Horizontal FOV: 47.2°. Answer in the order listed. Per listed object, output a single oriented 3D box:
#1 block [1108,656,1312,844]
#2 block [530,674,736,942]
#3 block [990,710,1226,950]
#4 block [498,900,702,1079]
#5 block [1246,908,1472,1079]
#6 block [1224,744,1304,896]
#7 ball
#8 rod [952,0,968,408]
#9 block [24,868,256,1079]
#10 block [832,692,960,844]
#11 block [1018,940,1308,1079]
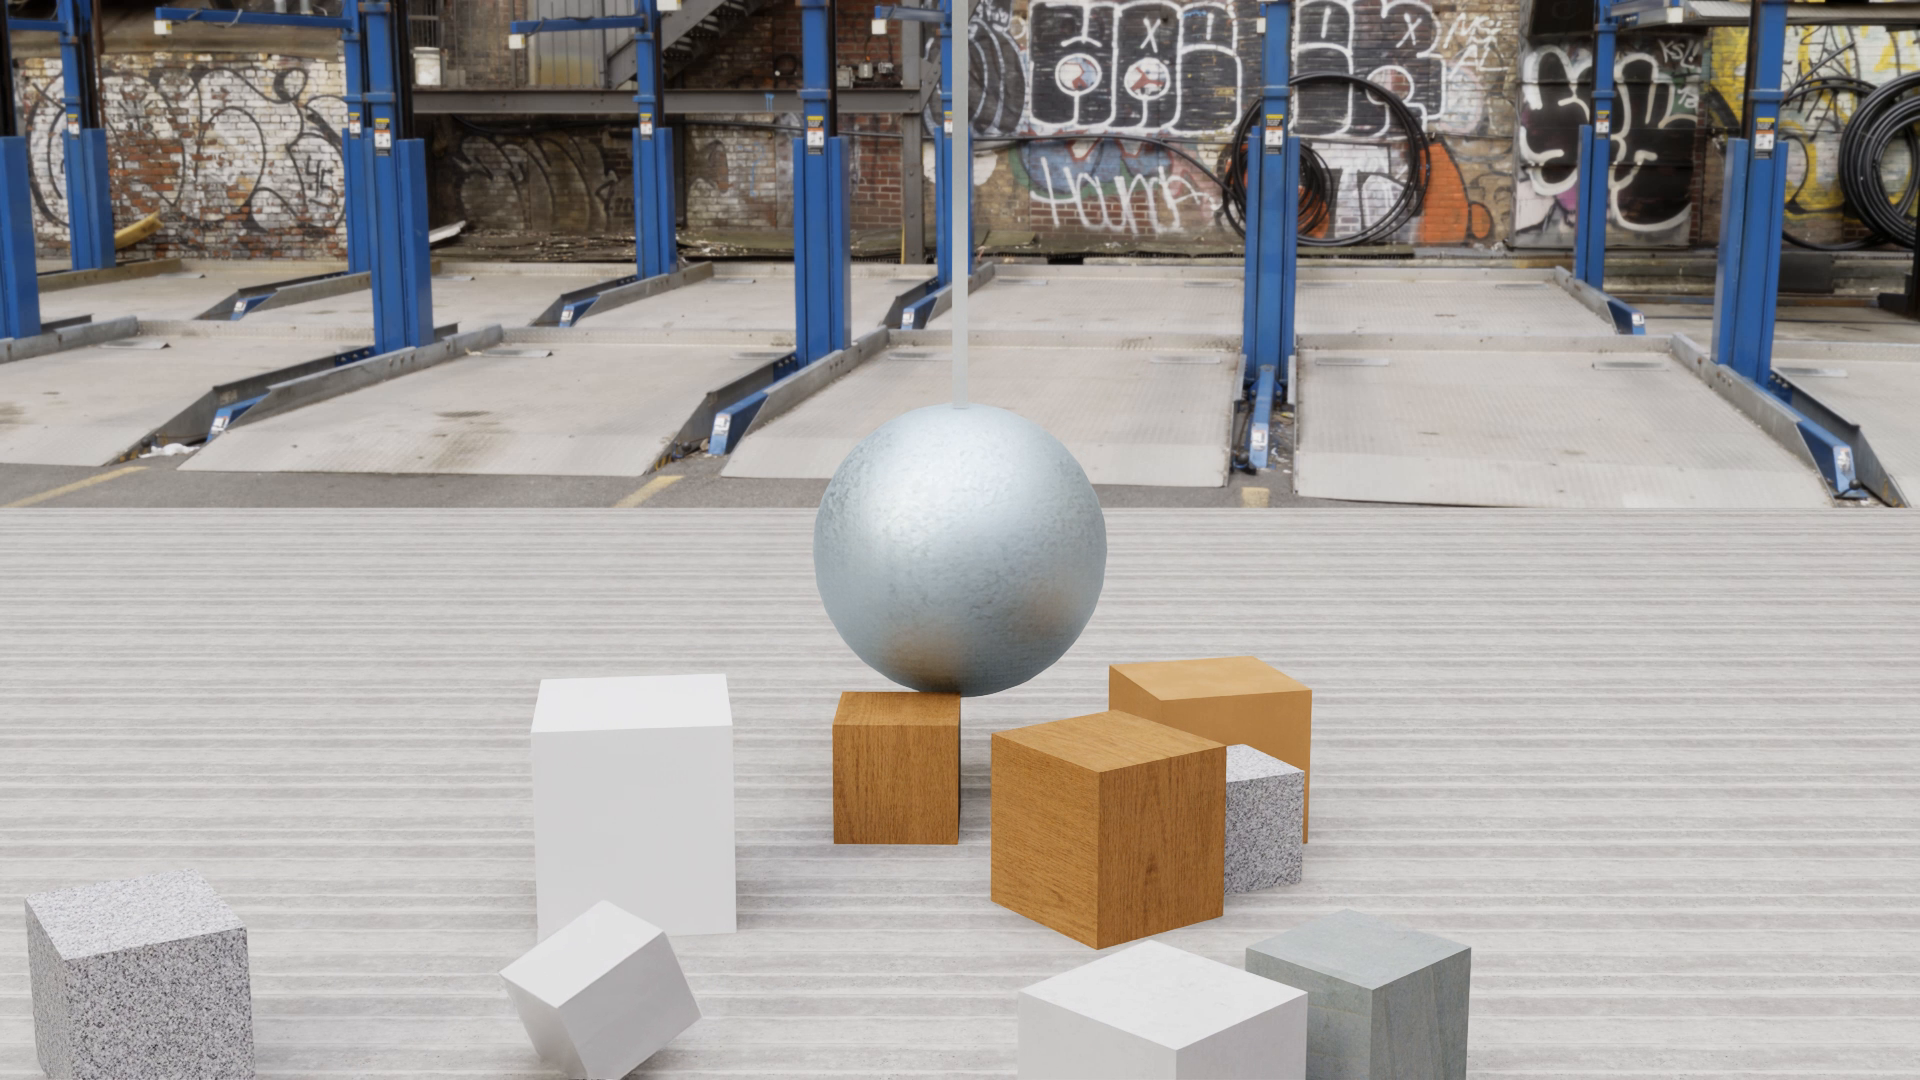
[{"bbox_3d":[1.270,1.094,11.320,0.805,0.798,0.769,-3,11,-15],"label":"block"},{"bbox_3d":[-1.503,1.215,10.192,0.875,0.962,0.962,-1,10,-8],"label":"block"},{"bbox_3d":[0.675,1.308,10.111,0.744,0.809,0.786,-7,13,-35],"label":"block"},{"bbox_3d":[-1.372,1.738,8.398,0.499,0.417,0.449,-34,28,-31],"label":"block"},{"bbox_3d":[1.448,1.782,8.042,0.601,0.617,0.560,-10,14,-43],"label":"block"},{"bbox_3d":[1.300,1.345,10.623,0.491,0.552,0.533,-5,11,-25],"label":"block"},{"bbox_3d":[0.000,0.054,11.933,1.600,1.600,1.600,0,10,0],"label":"ball"},{"bbox_3d":[0.000,-3.192,10.922,0.080,5.200,0.080,0,17,0],"label":"rod"},{"bbox_3d":[-3.097,1.714,8.294,0.632,0.661,0.794,-6,12,-32],"label":"block"},{"bbox_3d":[-0.317,1.171,11.386,0.629,0.622,0.681,0,10,1],"label":"block"},{"bbox_3d":[0.682,1.854,7.450,0.683,0.686,0.693,-10,14,-43],"label":"block"}]
